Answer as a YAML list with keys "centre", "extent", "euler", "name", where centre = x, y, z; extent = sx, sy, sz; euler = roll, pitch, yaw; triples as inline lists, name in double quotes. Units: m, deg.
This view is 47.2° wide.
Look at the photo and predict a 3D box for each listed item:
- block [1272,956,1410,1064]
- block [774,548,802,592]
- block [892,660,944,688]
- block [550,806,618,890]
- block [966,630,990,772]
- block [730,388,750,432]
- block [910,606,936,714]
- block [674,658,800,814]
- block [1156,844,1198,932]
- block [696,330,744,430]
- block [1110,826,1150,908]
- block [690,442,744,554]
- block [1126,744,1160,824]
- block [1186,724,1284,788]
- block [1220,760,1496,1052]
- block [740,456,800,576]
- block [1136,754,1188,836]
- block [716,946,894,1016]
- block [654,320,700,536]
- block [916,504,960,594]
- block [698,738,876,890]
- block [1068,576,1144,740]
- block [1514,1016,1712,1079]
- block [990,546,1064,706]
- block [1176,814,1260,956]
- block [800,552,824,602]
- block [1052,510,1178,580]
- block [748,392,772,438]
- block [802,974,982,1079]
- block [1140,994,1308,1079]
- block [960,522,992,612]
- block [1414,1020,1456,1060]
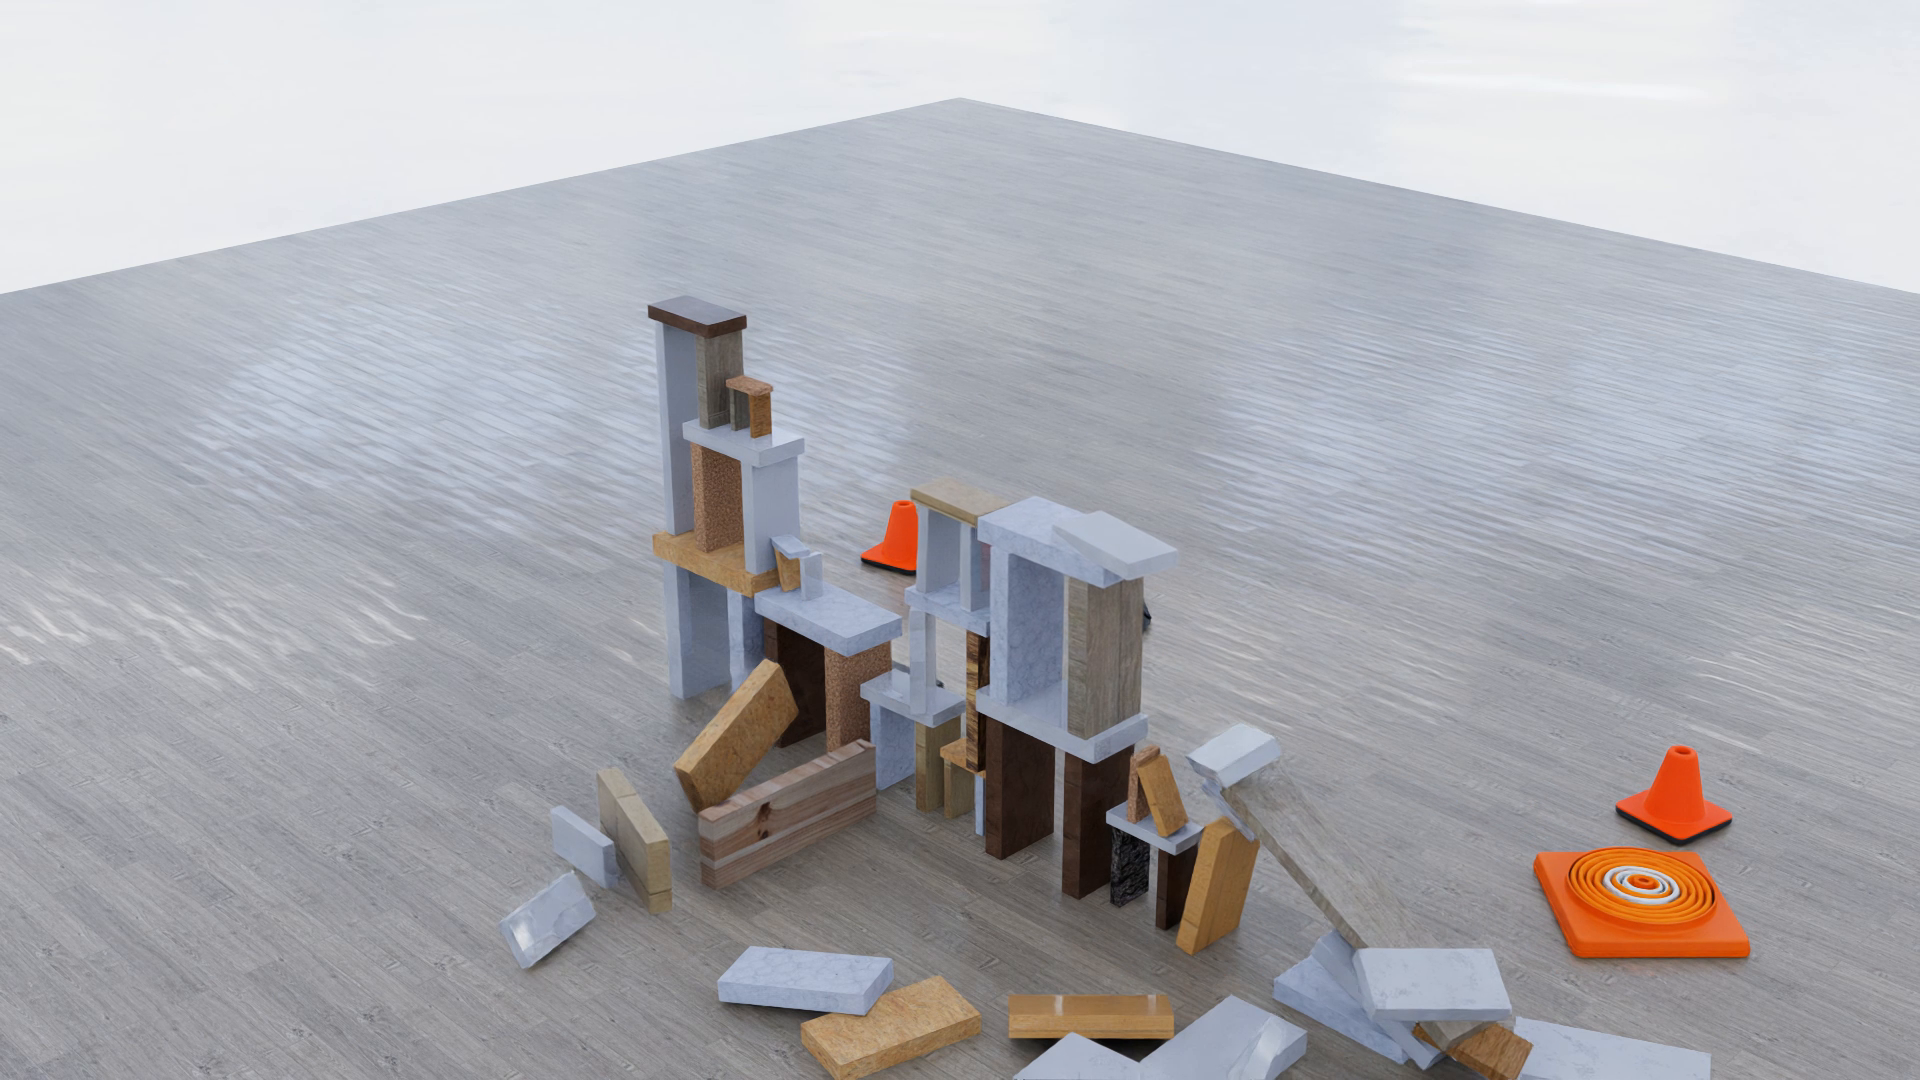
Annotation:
- centre: [0.693, 0.806, 3.812]
  extent: [0.136, 0.039, 0.272]
  euler: [-21, 31, -40]
  name: "block"
- centre: [-0.360, 0.056, 4.633]
  extent: [0.048, 0.095, 0.014]
  euler: [-21, 18, -40]
  name: "block"
- centre: [-0.149, 0.315, 4.984]
  extent: [0.219, 0.027, 0.094]
  euler: [21, 30, 40]
  name: "block"
- centre: [-0.727, 0.592, 4.245]
  extent: [0.027, 0.094, 0.187]
  euler: [-19, 29, -37]
  name: "block"
- centre: [0.063, 0.298, 4.285]
  extent: [0.111, 0.300, 0.031]
  euler: [-21, 31, -40]
  name: "block"
- centre: [-0.459, -0.280, 4.610]
  extent: [0.013, 0.094, 0.047]
  euler: [21, 31, 40]
  name: "block"
- centre: [-0.074, 0.220, 4.369]
  extent: [0.031, 0.222, 0.111]
  euler: [4, 23, 9]
  name: "block"
- centre: [-0.452, 0.404, 4.466]
  extent: [0.043, 0.153, 0.307]
  euler: [19, 53, 31]
  name: "block"
- centre: [0.400, 0.630, 4.061]
  extent: [0.084, 0.167, 0.024]
  euler: [-21, 31, -41]
  name: "block"
- centre: [-0.503, -0.343, 4.620]
  extent: [0.029, 0.204, 0.102]
  euler: [21, 31, 40]
  name: "block"
- centre: [0.321, 0.599, 4.134]
  extent: [0.024, 0.167, 0.084]
  euler: [21, 31, 41]
  name: "block"
- centre: [-0.514, -0.107, 4.731]
  extent: [0.035, 0.247, 0.124]
  euler: [21, 31, 40]
  name: "block"
- centre: [0.337, 0.448, 4.042]
  extent: [0.019, 0.134, 0.067]
  euler: [20, 30, 35]
  name: "block"
- centre: [0.485, 0.381, 3.905]
  extent: [0.118, 0.033, 0.236]
  euler: [-30, 4, -5]
  name: "block"
- centre: [0.673, 0.611, 3.743]
  extent: [0.118, 0.033, 0.593]
  euler: [-19, 52, -30]
  name: "block"
- centre: [-0.397, -0.062, 4.624]
  extent: [0.035, 0.247, 0.124]
  euler: [21, 31, 40]
  name: "block"
- centre: [0.370, 0.465, 4.009]
  extent: [0.019, 0.134, 0.067]
  euler: [-13, 8, 45]
  name: "block"
- centre: [-0.269, 0.768, 3.842]
  extent: [0.274, 0.039, 0.137]
  euler: [1, 16, 20]
  name: "block"
- centre: [-0.599, -0.251, 4.764]
  extent: [0.029, 0.487, 0.102]
  euler: [21, 31, 41]
  name: "block"
- centre: [-0.040, 0.004, 4.272]
  extent: [0.026, 0.186, 0.093]
  euler: [25, 33, 38]
  name: "block"
- centre: [-0.332, 0.534, 4.306]
  extent: [0.043, 0.153, 0.418]
  euler: [21, 31, 41]
  name: "block"
- centre: [0.266, 0.194, 4.019]
  extent: [0.044, 0.312, 0.156]
  euler: [20, 30, 41]
  name: "block"
- centre: [1.069, 0.880, 3.630]
  extent: [0.315, 0.045, 0.157]
  euler: [8, 24, 18]
  name: "block"
- centre: [0.127, 0.142, 4.142]
  extent: [0.044, 0.312, 0.156]
  euler: [21, 31, 40]
  name: "block"
- centre: [0.473, 0.610, 3.972]
  extent: [0.136, 0.272, 0.039]
  euler: [-21, 42, -41]
  name: "block"
- centre: [-0.309, 0.076, 4.586]
  extent: [0.048, 0.095, 0.014]
  euler: [-20, 28, -39]
  name: "block"
- centre: [0.273, 0.008, 3.903]
  extent: [0.111, 0.031, 0.221]
  euler: [-15, 27, -31]
  name: "block"
- centre: [-0.414, -0.262, 4.569]
  extent: [0.013, 0.095, 0.047]
  euler: [21, 31, 40]
  name: "block"
- centre: [-0.117, 0.832, 3.749]
  extent: [0.275, 0.039, 0.137]
  euler: [-14, 27, -29]
  name: "block"
- centre: [0.352, 0.901, 3.580]
  extent: [0.158, 0.045, 0.518]
  euler: [20, 30, 38]
  name: "block"
- centre: [0.044, 0.037, 4.196]
  extent: [0.026, 0.186, 0.093]
  euler: [21, 31, 40]
  name: "block"
- centre: [0.796, 0.781, 3.684]
  extent: [0.089, 0.025, 0.178]
  euler: [-25, 57, -36]
  name: "block"
